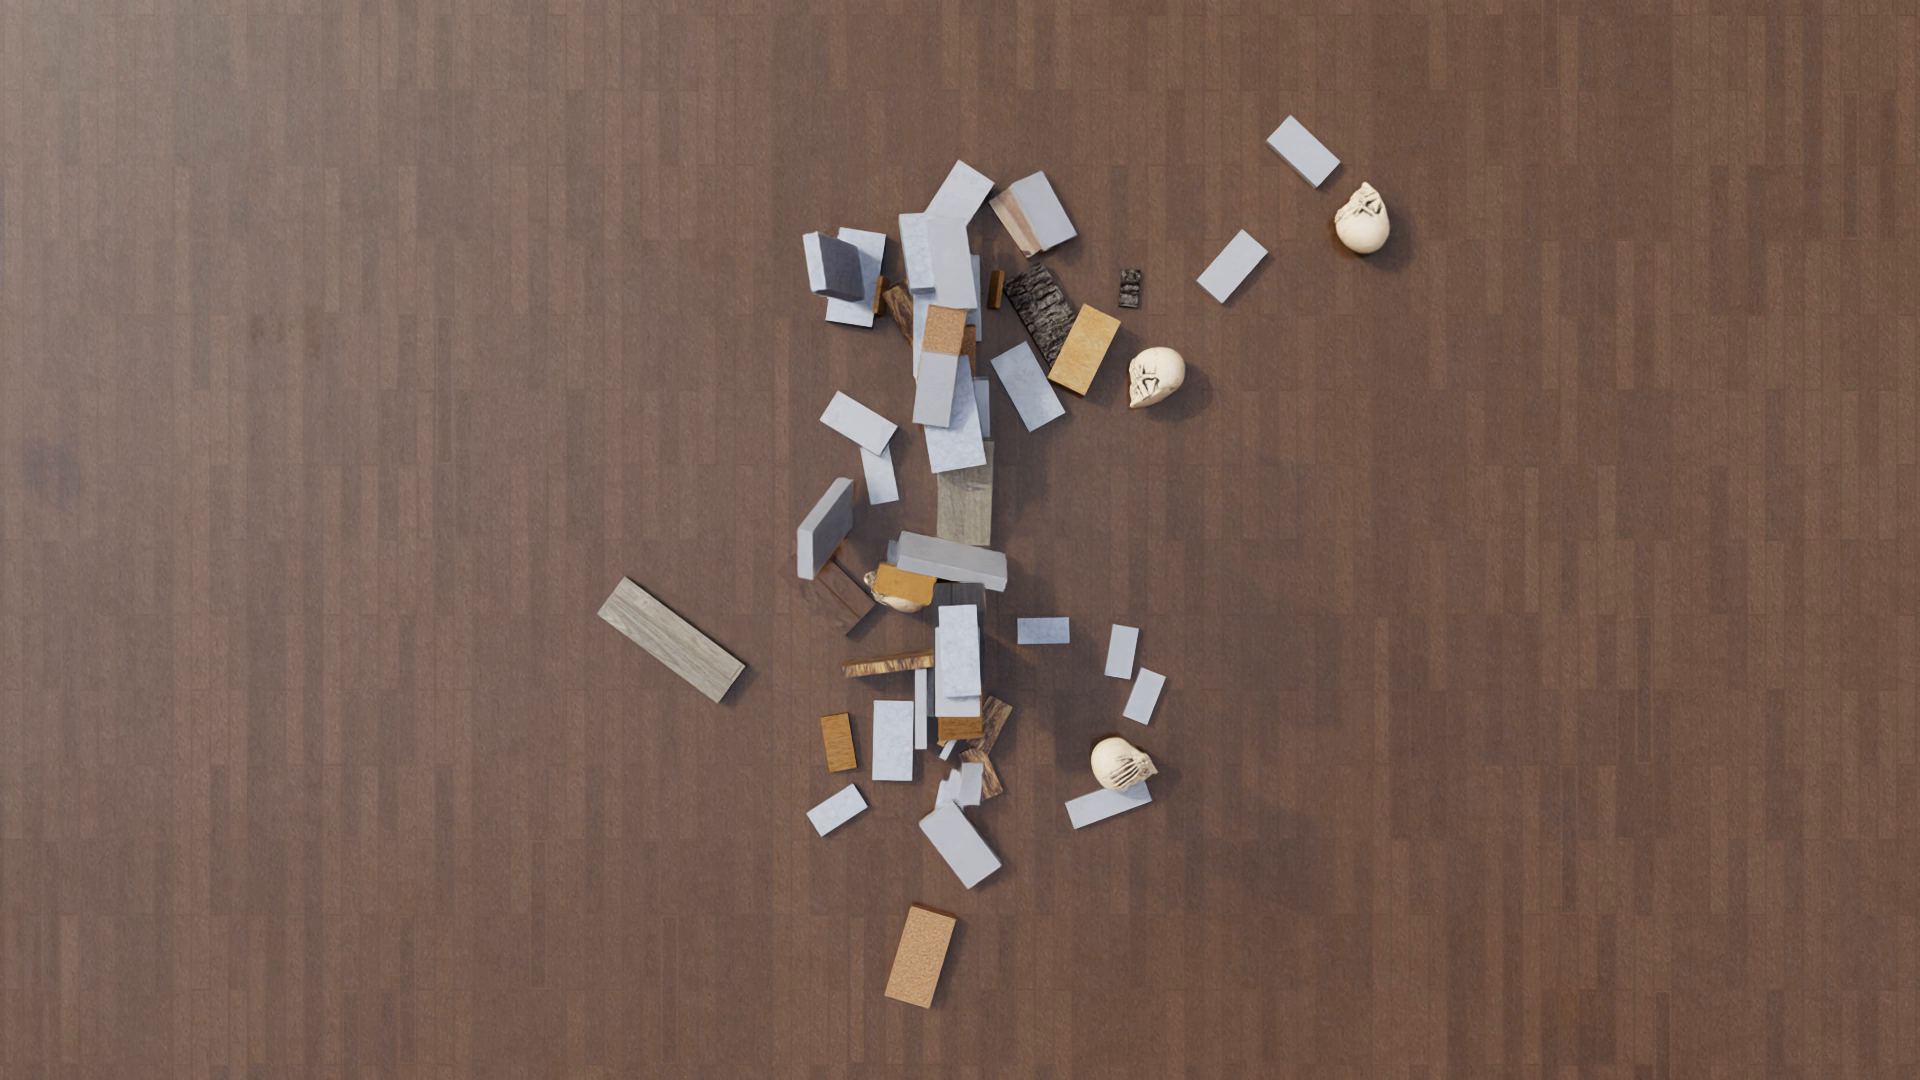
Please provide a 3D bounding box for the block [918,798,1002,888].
[{"bbox_3d":[0.001,1.004,5.456,0.138,0.039,0.275,-36,98,4],"label":"block"}]

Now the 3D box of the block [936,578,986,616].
[{"bbox_3d":[0.002,0.177,5.342,0.158,0.315,0.045,-3,105,0],"label":"block"}]

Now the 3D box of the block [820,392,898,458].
[{"bbox_3d":[-0.335,-0.384,5.467,0.233,0.033,0.117,31,84,5],"label":"block"}]

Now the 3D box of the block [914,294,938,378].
[{"bbox_3d":[-0.082,-0.664,5.341,0.136,0.039,0.273,0,93,0],"label":"block"}]

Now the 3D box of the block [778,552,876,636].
[{"bbox_3d":[-0.442,0.158,5.478,0.309,0.044,0.154,44,90,0],"label":"block"}]

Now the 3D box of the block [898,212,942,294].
[{"bbox_3d":[-0.113,-0.929,5.339,0.135,0.038,0.281,-5,68,-9],"label":"block"}]

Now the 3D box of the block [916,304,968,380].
[{"bbox_3d":[-0.058,-0.614,5.221,0.122,0.035,0.244,10,110,-1],"label":"block"}]

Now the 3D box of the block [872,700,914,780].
[{"bbox_3d":[-0.222,0.665,5.481,0.131,0.037,0.263,1,90,0],"label":"block"}]

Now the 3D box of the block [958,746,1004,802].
[{"bbox_3d":[0.069,0.773,5.488,0.087,0.025,0.175,-23,90,0],"label":"block"}]

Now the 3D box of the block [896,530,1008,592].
[{"bbox_3d":[-0.026,0.068,5.378,0.355,0.178,0.050,13,116,-6],"label":"block"}]

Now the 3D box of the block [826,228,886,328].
[{"bbox_3d":[-0.345,-0.870,5.478,0.155,0.044,0.311,9,90,0],"label":"block"}]

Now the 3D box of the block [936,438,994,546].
[{"bbox_3d":[0.017,-0.160,5.423,0.177,0.050,0.355,2,107,0],"label":"block"}]

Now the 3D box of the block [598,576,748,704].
[{"bbox_3d":[-0.956,0.331,5.478,0.498,0.044,0.154,37,90,0],"label":"block"}]

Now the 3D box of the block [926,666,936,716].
[{"bbox_3d":[-0.081,0.497,5.454,0.023,0.081,0.162,1,94,26],"label":"block"}]

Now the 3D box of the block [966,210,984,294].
[{"bbox_3d":[0.003,-0.960,5.480,0.141,0.040,0.282,-2,90,0],"label":"block"}]

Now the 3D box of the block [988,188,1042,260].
[{"bbox_3d":[0.205,-1.059,5.484,0.114,0.032,0.229,-35,90,0],"label":"block"}]

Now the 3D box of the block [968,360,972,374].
[{"bbox_3d":[-0.019,-0.446,5.432,0.136,0.039,0.273,-7,111,2],"label":"block"}]

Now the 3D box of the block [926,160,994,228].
[{"bbox_3d":[-0.022,-1.094,5.440,0.141,0.040,0.282,33,90,0],"label":"block"}]

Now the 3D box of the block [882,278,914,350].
[{"bbox_3d":[-0.114,-0.713,5.415,0.155,0.044,0.310,-26,109,9],"label":"block"}]

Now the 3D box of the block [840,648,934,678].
[{"bbox_3d":[-0.218,0.403,5.426,0.343,0.131,0.037,-8,96,2],"label":"block"}]

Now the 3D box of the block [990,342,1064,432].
[{"bbox_3d":[0.224,-0.508,5.481,0.135,0.038,0.271,-29,90,0],"label":"block"}]

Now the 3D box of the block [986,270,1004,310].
[{"bbox_3d":[0.118,-0.830,5.469,0.017,0.062,0.123,8,90,-27],"label":"block"}]

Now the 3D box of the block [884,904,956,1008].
[{"bbox_3d":[-0.132,1.381,5.478,0.154,0.044,0.309,17,90,0],"label":"block"}]

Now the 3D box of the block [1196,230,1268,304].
[{"bbox_3d":[0.902,-0.908,5.484,0.114,0.032,0.229,42,90,0],"label":"block"}]

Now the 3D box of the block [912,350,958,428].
[{"bbox_3d":[-0.078,-0.481,5.235,0.117,0.033,0.233,8,110,0],"label":"block"}]

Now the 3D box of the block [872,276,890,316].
[{"bbox_3d":[-0.261,-0.808,5.468,0.017,0.062,0.123,9,90,22],"label":"block"}]

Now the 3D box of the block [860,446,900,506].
[{"bbox_3d":[-0.267,-0.220,5.487,0.095,0.027,0.193,-11,90,0],"label":"block"}]

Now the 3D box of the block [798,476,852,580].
[{"bbox_3d":[-0.431,-0.041,5.302,0.050,0.356,0.178,11,122,14],"label":"block"}]

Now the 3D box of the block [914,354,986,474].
[{"bbox_3d":[-0.032,-0.405,5.314,0.177,0.050,0.355,-10,95,1],"label":"block"}]

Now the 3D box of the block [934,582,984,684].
[{"bbox_3d":[-0.004,0.292,5.161,0.158,0.045,0.315,0,89,0],"label":"block"}]

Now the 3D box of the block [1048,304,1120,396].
[{"bbox_3d":[0.408,-0.626,5.437,0.135,0.038,0.271,26,90,0],"label":"block"}]

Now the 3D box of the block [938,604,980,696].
[{"bbox_3d":[-0.001,0.340,5.082,0.117,0.033,0.278,-3,89,0],"label":"block"}]

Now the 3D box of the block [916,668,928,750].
[{"bbox_3d":[-0.127,0.549,5.434,0.037,0.131,0.263,0,90,0],"label":"block"}]

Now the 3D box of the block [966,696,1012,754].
[{"bbox_3d":[0.095,0.612,5.474,0.087,0.025,0.175,28,81,0],"label":"block"}]

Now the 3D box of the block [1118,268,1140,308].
[{"bbox_3d":[0.564,-0.838,5.491,0.062,0.017,0.123,6,90,0],"label":"block"}]

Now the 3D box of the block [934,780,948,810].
[{"bbox_3d":[-0.044,0.875,5.490,0.071,0.020,0.142,12,90,0],"label":"block"}]

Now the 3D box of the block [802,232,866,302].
[{"bbox_3d":[-0.399,-0.870,5.279,0.050,0.356,0.178,-9,90,17],"label":"block"}]

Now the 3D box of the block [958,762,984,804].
[{"bbox_3d":[0.034,0.802,5.444,0.071,0.020,0.142,2,97,-17],"label":"block"}]

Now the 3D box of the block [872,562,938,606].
[{"bbox_3d":[-0.177,0.141,5.322,0.190,0.027,0.095,14,103,-3],"label":"block"}]

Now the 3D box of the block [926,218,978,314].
[{"bbox_3d":[-0.027,-0.879,5.288,0.122,0.035,0.337,-4,67,-9],"label":"block"}]

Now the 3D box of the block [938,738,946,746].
[{"bbox_3d":[-0.026,0.603,5.459,0.023,0.081,0.162,29,90,0],"label":"block"}]

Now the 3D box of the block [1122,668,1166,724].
[{"bbox_3d":[0.612,0.519,5.488,0.086,0.024,0.171,21,90,0],"label":"block"}]

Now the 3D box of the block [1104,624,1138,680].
[{"bbox_3d":[0.537,0.372,5.488,0.085,0.024,0.171,10,90,0],"label":"block"}]

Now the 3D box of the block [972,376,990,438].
[{"bbox_3d":[0.009,-0.355,5.416,0.177,0.050,0.355,-2,110,0],"label":"block"}]

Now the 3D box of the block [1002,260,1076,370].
[{"bbox_3d":[0.296,-0.732,5.478,0.155,0.044,0.359,-31,90,0],"label":"block"}]

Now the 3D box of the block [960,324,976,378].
[{"bbox_3d":[-0.016,-0.571,5.426,0.136,0.039,0.273,-1,111,0],"label":"block"}]

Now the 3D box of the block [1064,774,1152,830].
[{"bbox_3d":[0.493,0.870,5.487,0.274,0.026,0.092,-20,90,0],"label":"block"}]

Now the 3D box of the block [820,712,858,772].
[{"bbox_3d":[-0.403,0.673,5.487,0.092,0.026,0.184,-10,90,0],"label":"block"}]

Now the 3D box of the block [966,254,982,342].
[{"bbox_3d":[-0.003,-0.797,5.445,0.141,0.040,0.282,-2,105,0],"label":"block"}]

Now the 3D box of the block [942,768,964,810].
[{"bbox_3d":[-0.011,0.834,5.465,0.071,0.020,0.142,15,93,-4],"label":"block"}]

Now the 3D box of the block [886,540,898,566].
[{"bbox_3d":[-0.193,0.068,5.414,0.095,0.190,0.027,3,125,0],"label":"block"}]

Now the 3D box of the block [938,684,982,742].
[{"bbox_3d":[0.001,0.511,5.370,0.138,0.039,0.275,-3,101,-18],"label":"block"}]

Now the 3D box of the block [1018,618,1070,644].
[{"bbox_3d":[0.277,0.301,5.488,0.171,0.024,0.086,-1,90,0],"label":"block"}]

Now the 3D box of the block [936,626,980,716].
[{"bbox_3d":[-0.008,0.408,5.117,0.138,0.039,0.275,0,89,0],"label":"block"}]

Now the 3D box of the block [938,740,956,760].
[{"bbox_3d":[-0.017,0.641,5.456,0.025,0.087,0.175,28,90,-2],"label":"block"}]

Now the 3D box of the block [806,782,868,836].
[{"bbox_3d":[-0.408,0.897,5.487,0.184,0.026,0.092,-33,90,0],"label":"block"}]

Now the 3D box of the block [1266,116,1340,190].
[{"bbox_3d":[1.140,-1.290,5.484,0.229,0.032,0.114,43,90,0],"label":"block"}]

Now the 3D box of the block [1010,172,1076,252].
[{"bbox_3d":[0.274,-1.087,5.455,0.122,0.035,0.244,-27,87,-21],"label":"block"}]
